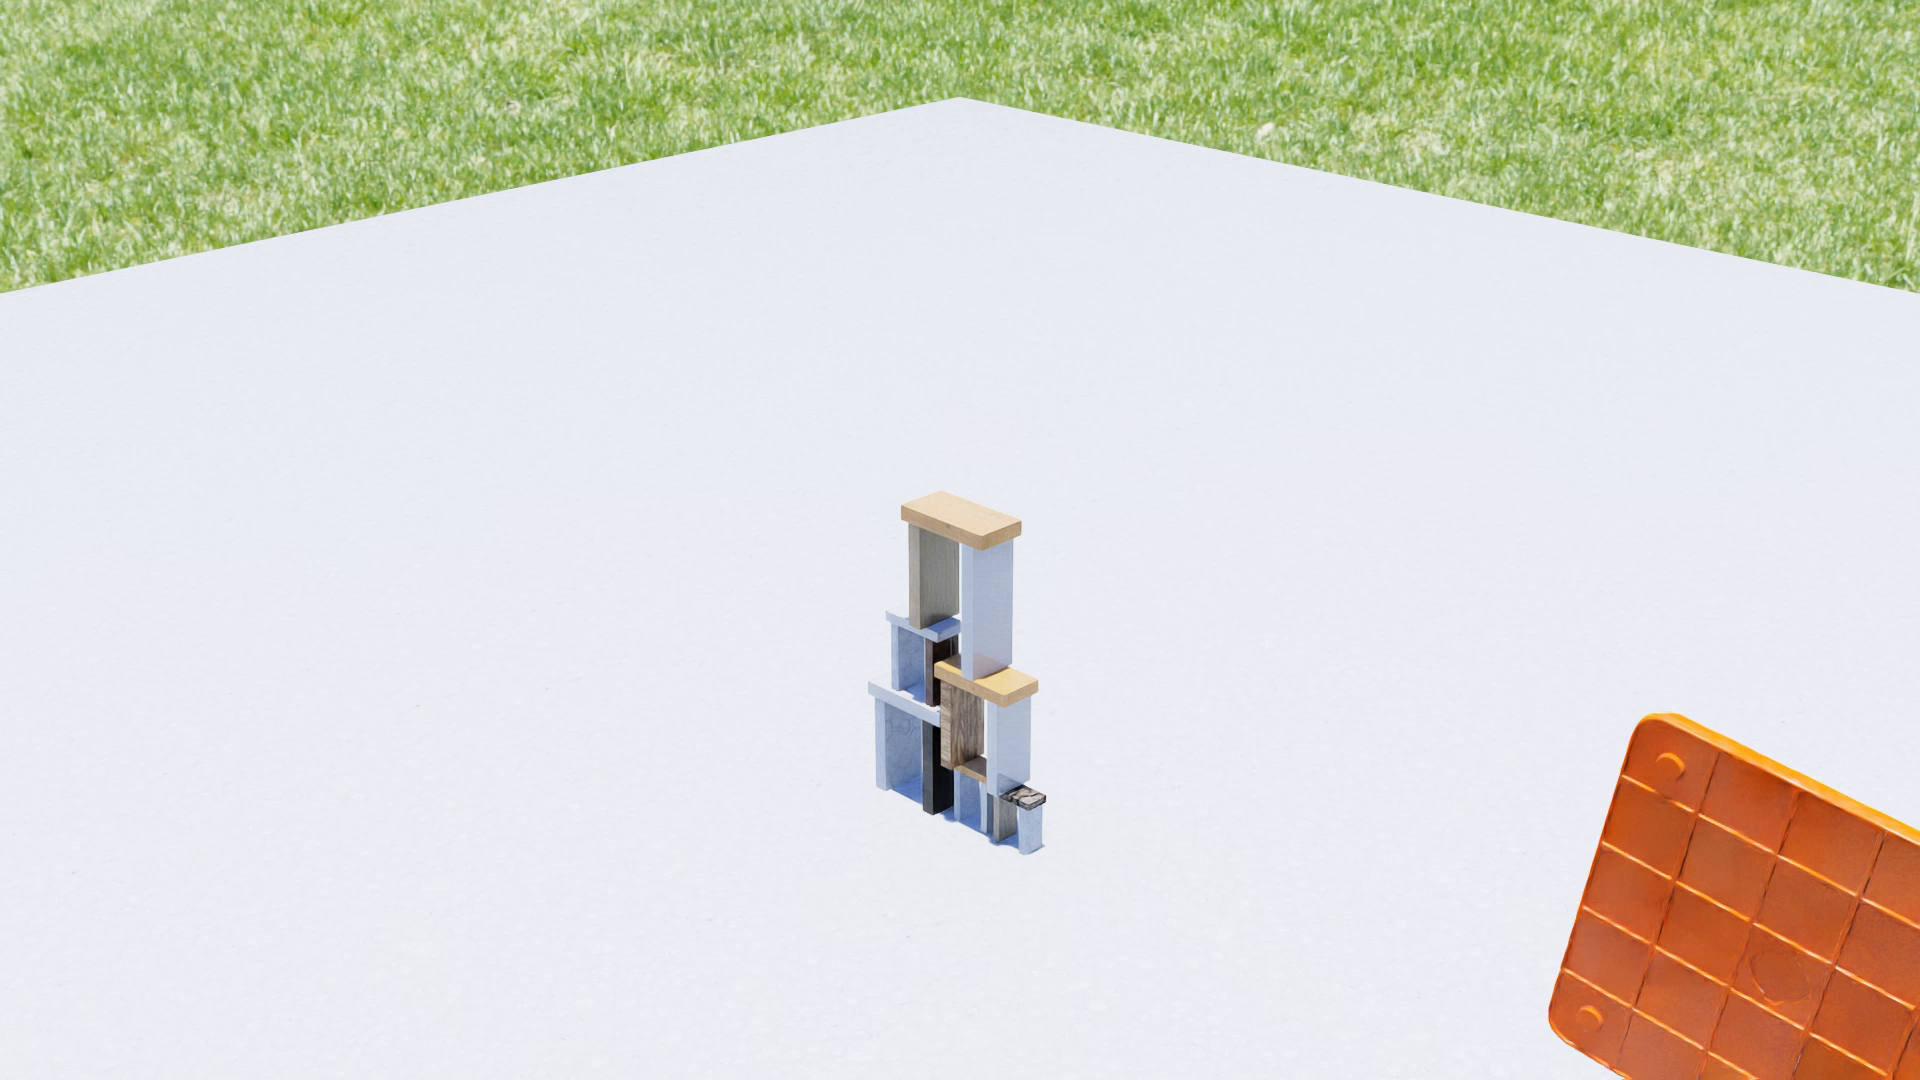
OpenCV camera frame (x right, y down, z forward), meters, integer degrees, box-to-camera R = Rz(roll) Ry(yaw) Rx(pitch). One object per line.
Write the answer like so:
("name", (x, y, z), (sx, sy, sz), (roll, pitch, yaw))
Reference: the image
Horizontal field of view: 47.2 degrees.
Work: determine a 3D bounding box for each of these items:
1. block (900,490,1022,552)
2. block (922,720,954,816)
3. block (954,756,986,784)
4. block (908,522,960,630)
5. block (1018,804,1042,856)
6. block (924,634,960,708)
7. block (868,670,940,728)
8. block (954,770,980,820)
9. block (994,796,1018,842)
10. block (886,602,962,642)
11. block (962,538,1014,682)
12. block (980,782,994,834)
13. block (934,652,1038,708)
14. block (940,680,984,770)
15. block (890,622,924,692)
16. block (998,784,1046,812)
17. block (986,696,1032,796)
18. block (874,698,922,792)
("block", (0.001, -0.038, 4.210), (0.109, 0.031, 0.219), (-21, 31, -41))
("block", (-0.028, 0.443, 4.449), (0.030, 0.209, 0.104), (21, 31, 41))
("block", (0.040, 0.455, 4.380), (0.112, 0.016, 0.056), (21, 31, 40))
("block", (-0.050, 0.056, 4.306), (0.109, 0.219, 0.031), (-21, 31, -41))
("block", (0.139, 0.561, 4.306), (0.015, 0.104, 0.052), (21, 31, 41))
("block", (-0.035, 0.252, 4.368), (0.021, 0.148, 0.074), (21, 31, 41))
("block", (-0.078, 0.314, 4.447), (0.209, 0.030, 0.104), (21, 31, 41))
("block", (0.014, 0.504, 4.430), (0.056, 0.113, 0.016), (-21, 31, -41))
("block", (0.090, 0.542, 4.351), (0.015, 0.104, 0.052), (21, 31, 41))
("block", (-0.070, 0.161, 4.367), (0.074, 0.021, 0.148), (-21, 31, -41))
("block", (0.053, 0.125, 4.223), (0.109, 0.279, 0.031), (-21, 31, -40))
("block", (0.067, 0.524, 4.381), (0.016, 0.113, 0.056), (21, 31, 41))
("block", (0.051, 0.268, 4.276), (0.095, 0.027, 0.191), (-21, 31, -40))
("block", (0.006, 0.351, 4.360), (0.095, 0.191, 0.027), (-21, 31, -41))
("block", (-0.105, 0.225, 4.432), (0.021, 0.148, 0.074), (21, 31, 41))
("block", (0.114, 0.497, 4.305), (0.104, 0.015, 0.052), (21, 31, 41))
("block", (0.095, 0.391, 4.279), (0.095, 0.201, 0.027), (-21, 31, -40))
("block", (-0.127, 0.405, 4.539), (0.030, 0.209, 0.104), (21, 31, 41))
